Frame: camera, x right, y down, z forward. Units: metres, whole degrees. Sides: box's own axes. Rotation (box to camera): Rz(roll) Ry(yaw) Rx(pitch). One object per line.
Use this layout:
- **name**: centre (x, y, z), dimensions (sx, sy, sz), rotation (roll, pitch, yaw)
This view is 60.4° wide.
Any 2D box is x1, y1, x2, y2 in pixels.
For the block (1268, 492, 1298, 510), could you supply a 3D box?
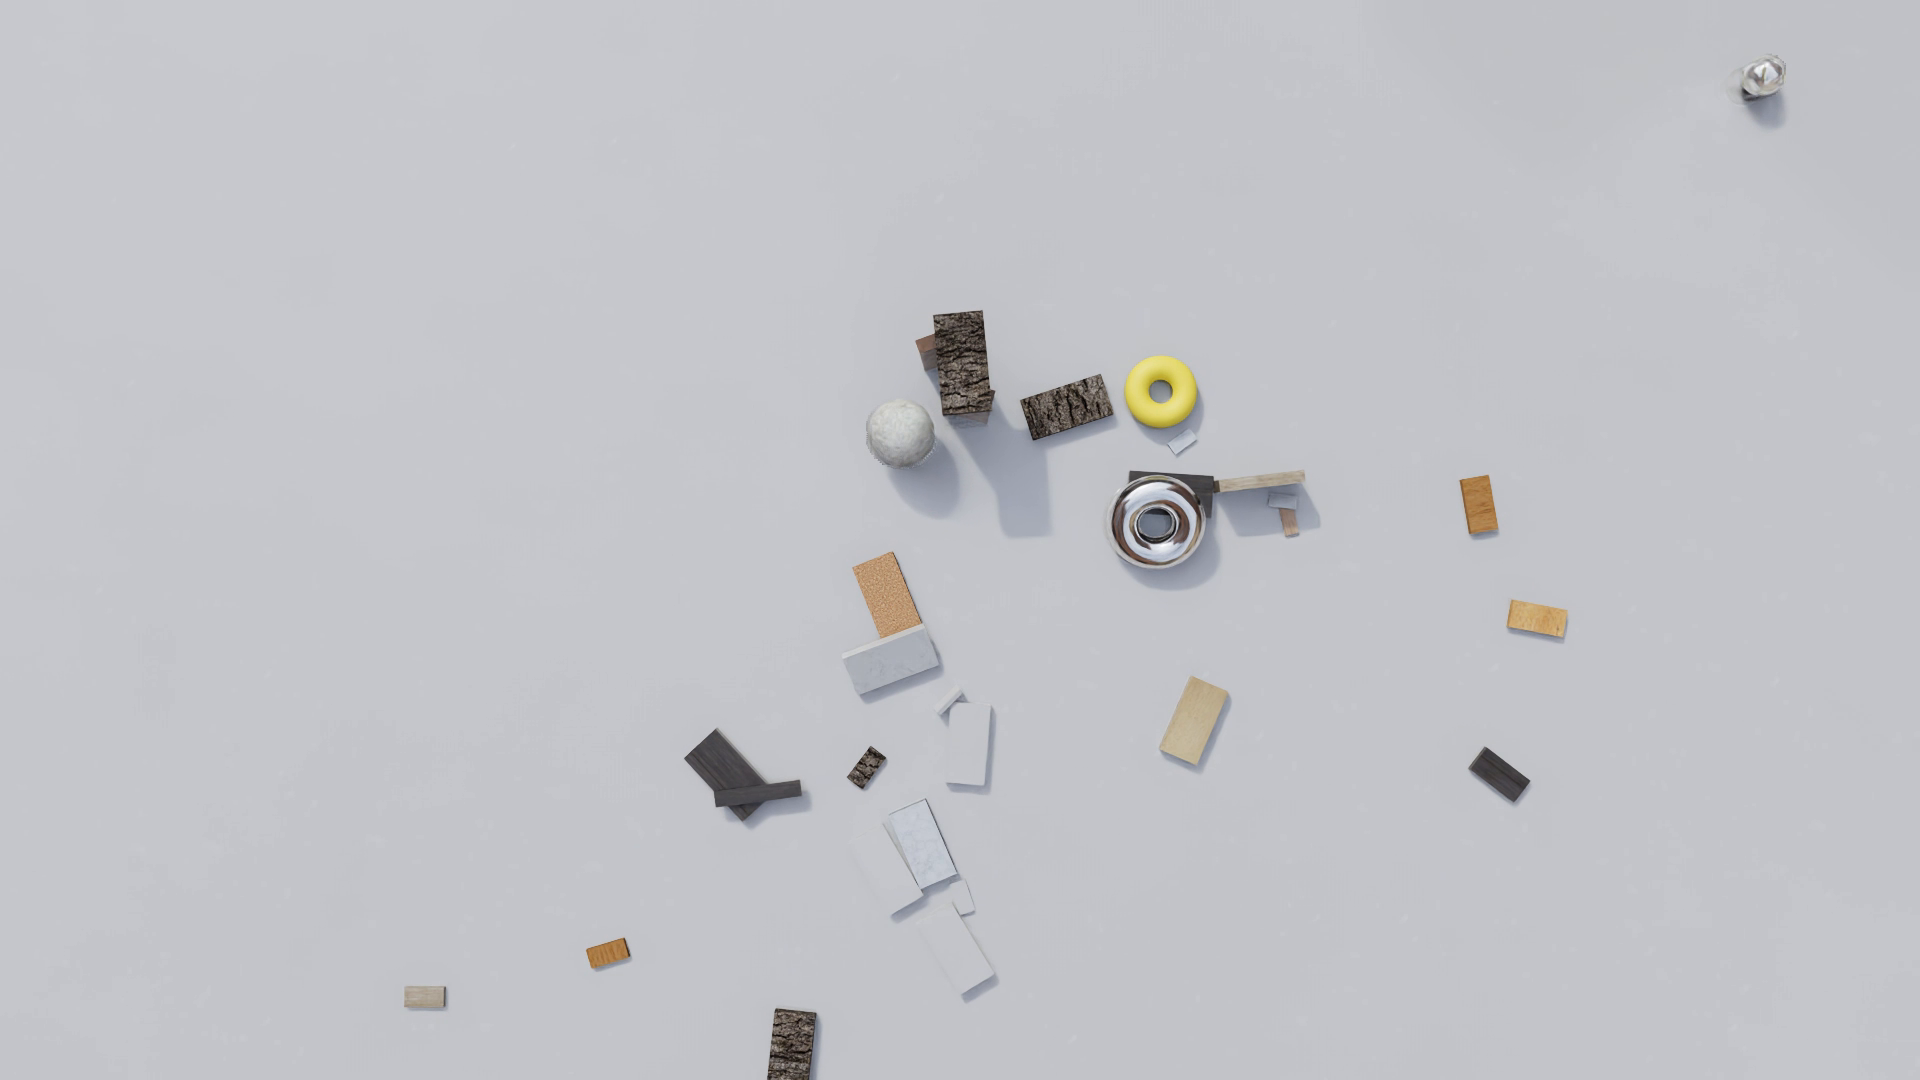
- **block**: centre (1.074, -0.128, 5.485), dimensions (0.091, 0.013, 0.045), rotation (7, 78, 4)

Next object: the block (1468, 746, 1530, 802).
- **block**: centre (1.794, 0.780, 5.487), dimensions (0.183, 0.026, 0.091), rotation (37, 90, 0)

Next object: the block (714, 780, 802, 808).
- **block**: centre (-0.668, 0.838, 5.452), dimensions (0.288, 0.015, 0.054), rotation (-8, 90, 0)

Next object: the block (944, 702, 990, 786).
- **block**: centre (0.025, 0.675, 5.481), dimensions (0.133, 0.038, 0.266), rotation (5, 90, 0)

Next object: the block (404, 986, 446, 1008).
- **block**: centre (-1.782, 1.520, 5.491), dimensions (0.131, 0.018, 0.065), rotation (0, 90, 0)

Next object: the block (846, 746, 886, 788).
- **block**: centre (-0.312, 0.757, 5.491), dimensions (0.065, 0.018, 0.131), rotation (37, 90, 0)

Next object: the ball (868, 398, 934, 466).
- **ball**: centre (-0.193, -0.351, 5.390), dimensions (0.220, 0.220, 0.220), rotation (0, 90, 0)

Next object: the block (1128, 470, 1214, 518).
- **block**: centre (0.697, -0.152, 5.480), dimensions (0.280, 0.040, 0.140), rotation (4, 90, 0)

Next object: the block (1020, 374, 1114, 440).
- **block**: centre (0.355, -0.442, 5.480), dimensions (0.280, 0.040, 0.140), rotation (-18, 90, 0)

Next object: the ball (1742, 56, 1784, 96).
- **ball**: centre (2.646, -1.529, 5.435), dimensions (0.130, 0.130, 0.130), rotation (0, 90, 0)

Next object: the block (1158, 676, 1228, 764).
- **block**: centre (0.776, 0.598, 5.481), dimensions (0.133, 0.038, 0.266), rotation (24, 90, 0)

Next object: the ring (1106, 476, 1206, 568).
- **ring**: centre (0.643, -0.057, 5.415), dimensions (0.325, 0.108, 0.325), rotation (1, 112, 2)

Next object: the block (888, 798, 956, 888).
- **block**: centre (-0.123, 1.009, 5.481), dimensions (0.133, 0.038, 0.266), rotation (-23, 90, 0)

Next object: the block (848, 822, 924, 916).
- **block**: centre (-0.247, 1.094, 5.481), dimensions (0.136, 0.039, 0.272), rotation (-30, 90, 0)

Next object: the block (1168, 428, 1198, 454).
- **block**: centre (0.740, -0.329, 5.494), dimensions (0.091, 0.013, 0.045), rotation (-36, 90, 0)

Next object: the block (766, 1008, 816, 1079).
- **block**: centre (-0.562, 1.704, 5.481), dimensions (0.136, 0.039, 0.272), rotation (6, 90, 0)

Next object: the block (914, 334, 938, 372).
- **block**: centre (-0.057, -0.622, 5.342), dimensions (0.157, 0.313, 0.044), rotation (-21, 85, 0)

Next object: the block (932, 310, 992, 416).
- **block**: centre (0.008, -0.553, 5.162), dimensions (0.157, 0.044, 0.313), rotation (-5, 90, 0)

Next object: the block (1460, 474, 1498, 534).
- **block**: centre (1.726, -0.119, 5.487), dimensions (0.091, 0.026, 0.183), rotation (-10, 90, 0)

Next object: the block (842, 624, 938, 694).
- **block**: centre (-0.230, 0.394, 5.454), dimensions (0.288, 0.041, 0.144), rotation (-21, 112, 0)

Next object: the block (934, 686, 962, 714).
- **block**: centre (-0.039, 0.531, 5.472), dimensions (0.108, 0.054, 0.015), rotation (-45, 108, 0)

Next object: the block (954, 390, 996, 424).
- **block**: centre (0.025, -0.449, 5.342), dimensions (0.157, 0.313, 0.044), rotation (15, 82, 0)

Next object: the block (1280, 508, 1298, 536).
- **block**: centre (1.095, -0.064, 5.494), dimensions (0.045, 0.013, 0.091), rotation (-13, 90, 0)

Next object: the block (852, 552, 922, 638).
- **block**: centre (-0.237, 0.197, 5.480), dimensions (0.144, 0.041, 0.288), rotation (-22, 90, 0)

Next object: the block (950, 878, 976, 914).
- **block**: centre (0.008, 1.188, 5.492), dimensions (0.054, 0.015, 0.108), rotation (-18, 90, 0)

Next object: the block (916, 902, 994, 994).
- **block**: centre (-0.014, 1.356, 5.481), dimensions (0.136, 0.039, 0.272), rotation (-31, 90, 0)

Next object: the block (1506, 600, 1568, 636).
- **block**: centre (1.920, 0.260, 5.487), dimensions (0.183, 0.026, 0.091), rotation (11, 90, 0)

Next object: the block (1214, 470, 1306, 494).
- **block**: centre (0.983, -0.192, 5.430), dimensions (0.280, 0.140, 0.040), rotation (-7, 90, 0)

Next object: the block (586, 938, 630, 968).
- **block**: centre (-1.172, 1.375, 5.491), dimensions (0.131, 0.018, 0.065), rotation (-17, 90, 0)

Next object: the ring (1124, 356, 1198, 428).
- **ring**: centre (0.665, -0.492, 5.461), dimensions (0.240, 0.080, 0.240), rotation (0, 89, 0)

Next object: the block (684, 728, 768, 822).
- **block**: centre (-0.765, 0.779, 5.480), dimensions (0.144, 0.041, 0.288), rotation (-43, 90, 0)
